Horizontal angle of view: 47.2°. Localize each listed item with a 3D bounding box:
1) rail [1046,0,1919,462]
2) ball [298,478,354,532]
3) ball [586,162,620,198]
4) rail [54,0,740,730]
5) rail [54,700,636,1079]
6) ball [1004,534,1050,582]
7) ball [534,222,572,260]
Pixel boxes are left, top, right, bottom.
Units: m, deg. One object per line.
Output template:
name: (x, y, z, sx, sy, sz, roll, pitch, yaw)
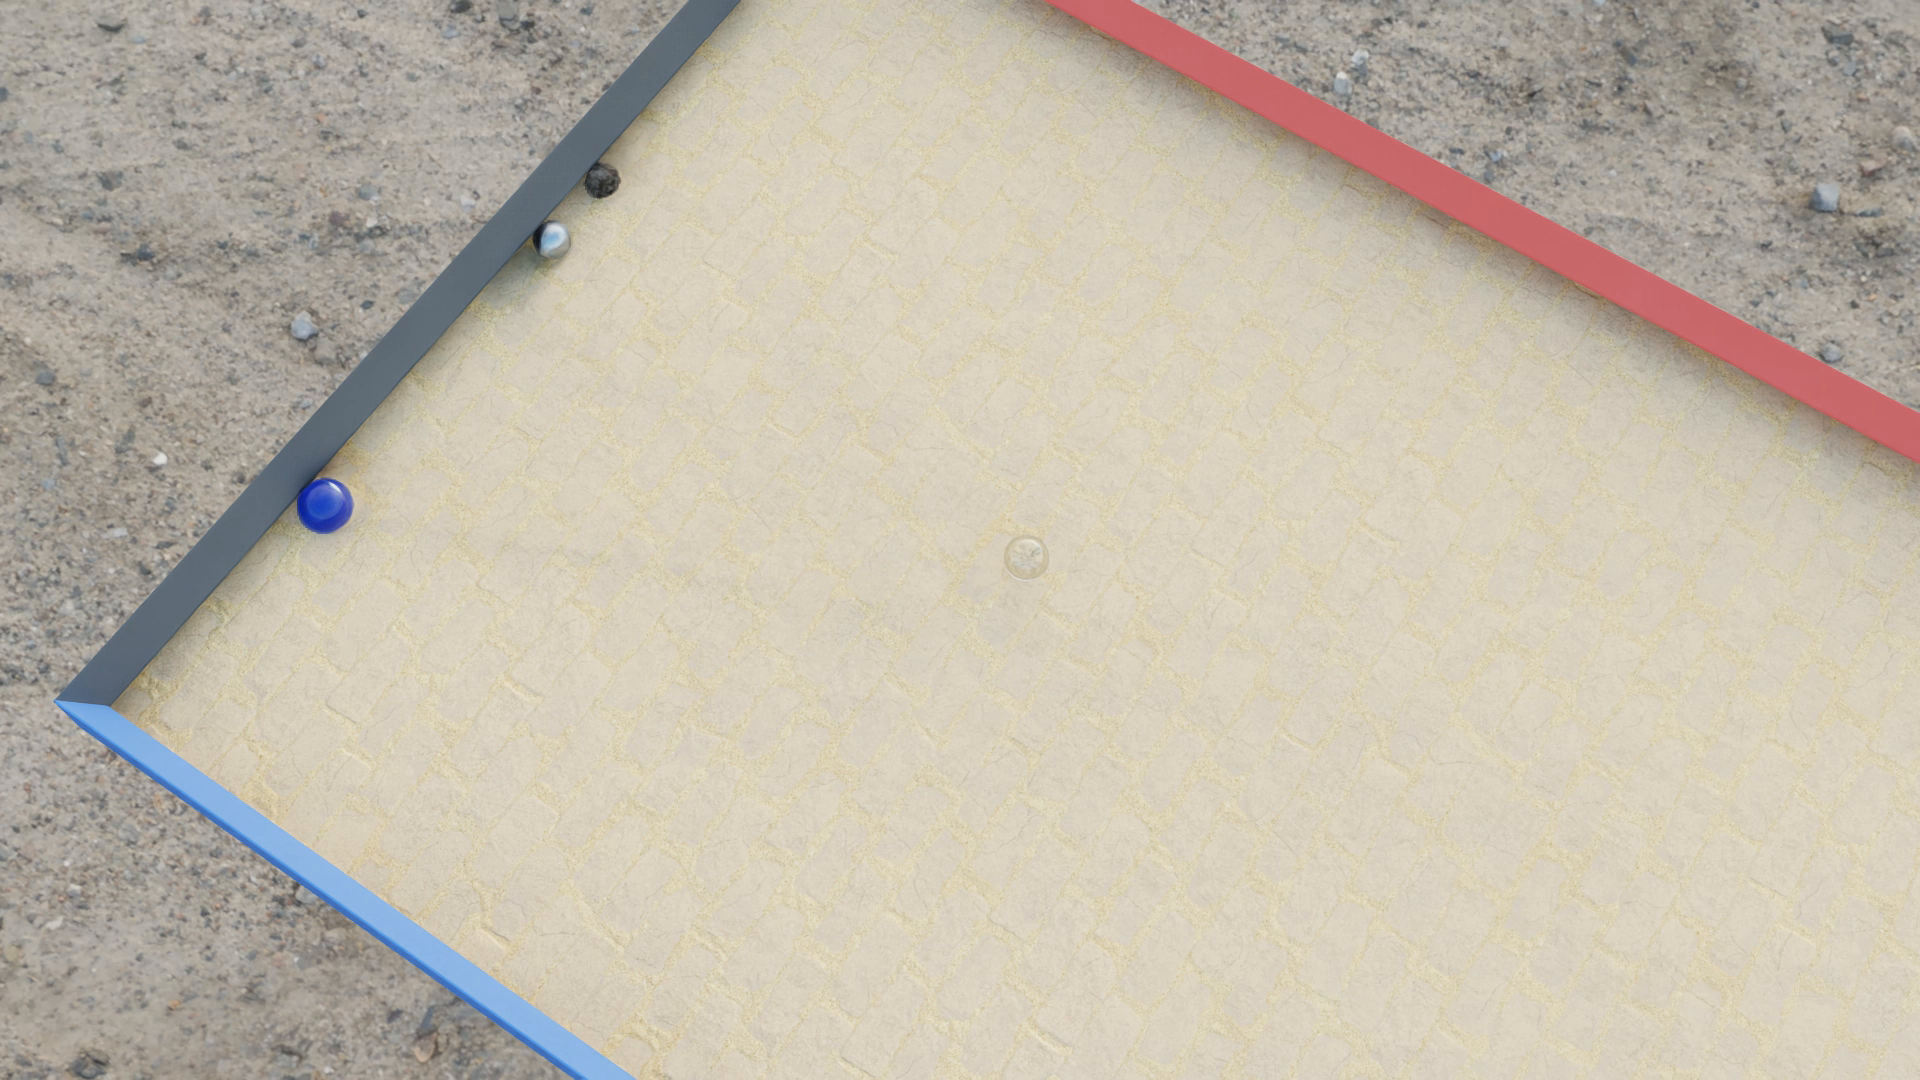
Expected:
rail: (1.379, -0.272, 3.683, 3.933, 0.115, 0.045, 31, 68, 14)
ball: (-1.037, -0.057, 3.597, 0.089, 0.089, 0.089, 0, 65, 0)
ball: (-0.631, -0.636, 3.887, 0.060, 0.060, 0.060, 0, 65, 0)
rail: (-0.797, -0.492, 3.787, 0.045, 0.115, 2.066, 31, 68, 14)
rail: (0.255, 1.243, 2.964, 3.933, 0.115, 0.045, 31, 68, 14)
ball: (0.108, 0.029, 3.563, 0.076, 0.076, 0.076, 0, 65, 0)
ball: (-0.710, -0.522, 3.830, 0.066, 0.066, 0.066, 0, 65, 0)
